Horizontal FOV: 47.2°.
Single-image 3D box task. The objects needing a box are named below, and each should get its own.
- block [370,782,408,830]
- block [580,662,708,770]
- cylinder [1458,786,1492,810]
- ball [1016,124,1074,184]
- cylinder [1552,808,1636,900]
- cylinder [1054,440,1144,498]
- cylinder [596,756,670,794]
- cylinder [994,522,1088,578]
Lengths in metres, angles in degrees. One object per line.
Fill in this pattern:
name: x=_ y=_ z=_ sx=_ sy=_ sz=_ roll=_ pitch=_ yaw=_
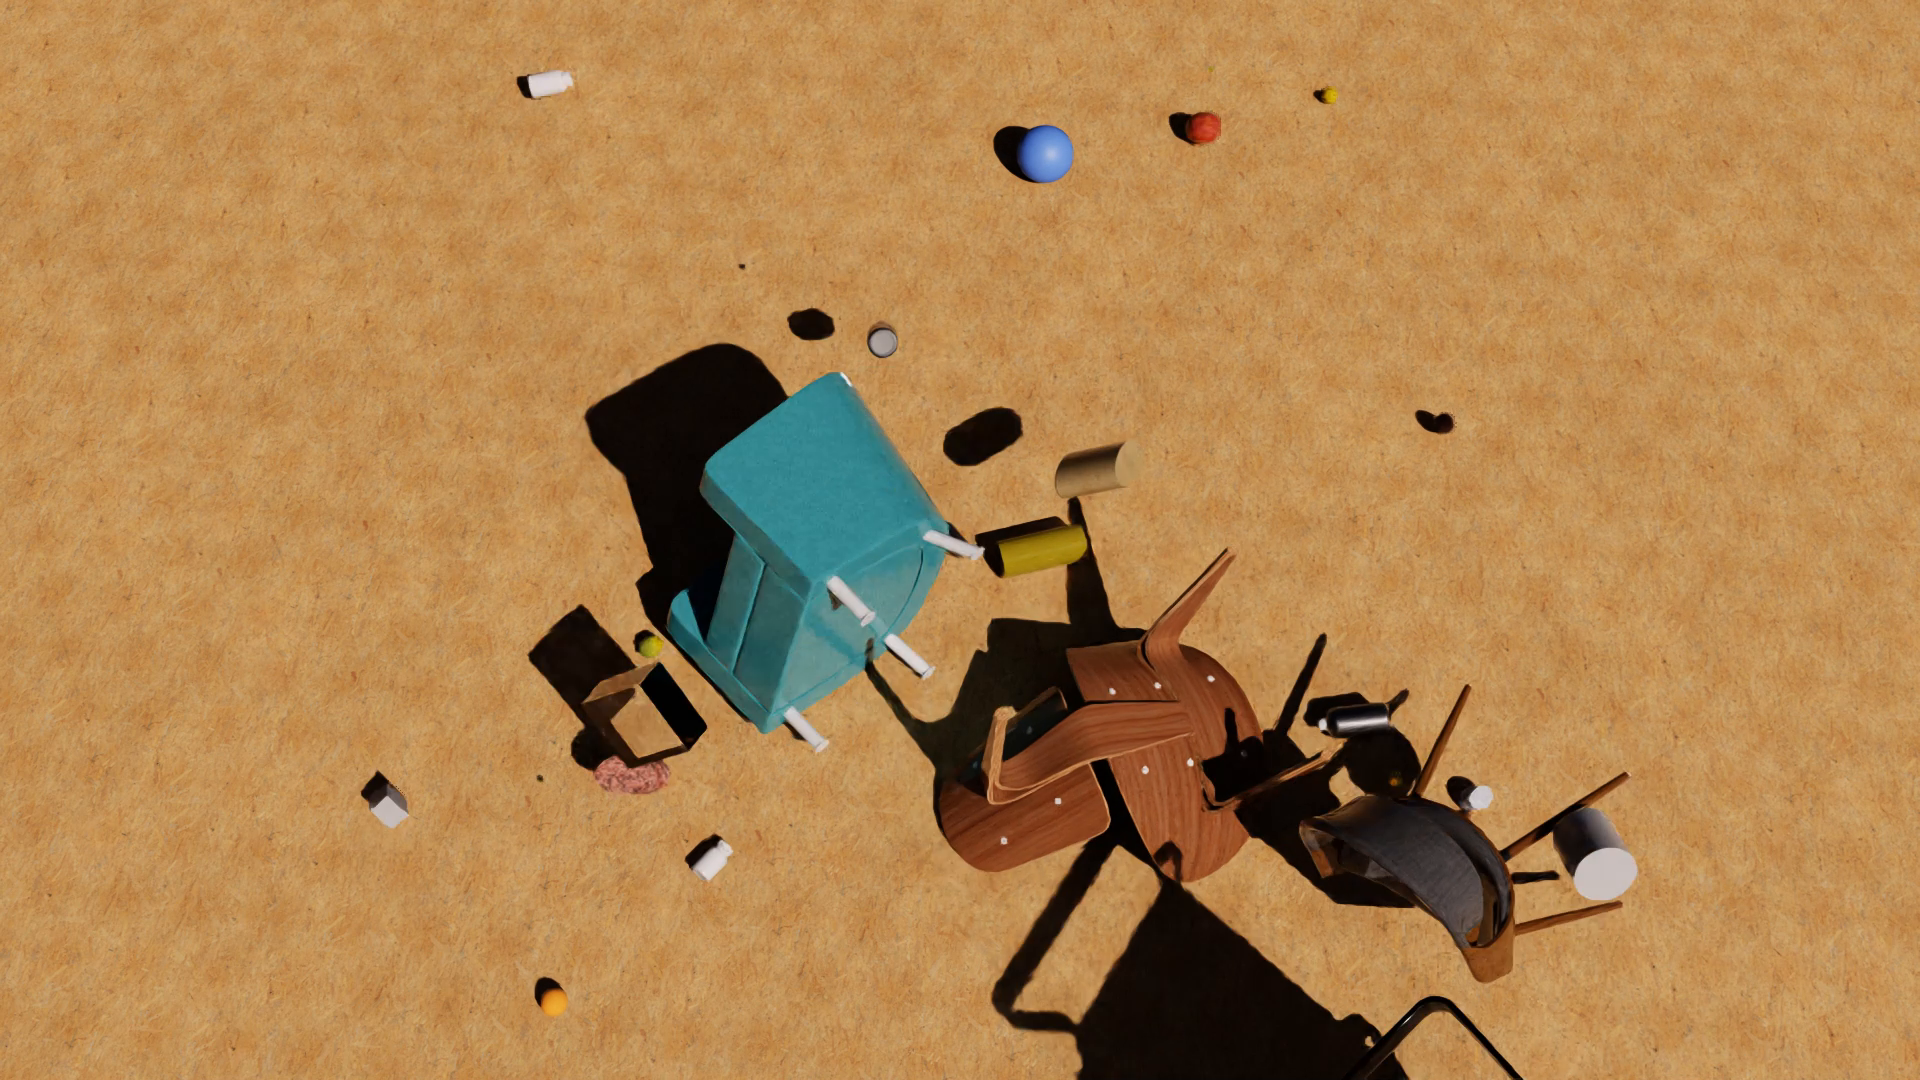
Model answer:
block: x=-1.559 y=0.726 z=6.003 sx=0.062 sy=0.082 sz=0.085 roll=-40 pitch=25 yaw=1
block: x=-0.831 y=0.462 z=5.786 sx=0.236 sy=0.224 sz=0.105 roll=-19 pitch=23 yaw=38
cylinder: x=1.419 y=0.709 z=6.052 sx=0.080 sy=0.051 sz=0.061 roll=-26 pitch=92 yaw=-24
ball: x=0.284 y=-1.285 z=7.321 sx=0.192 sy=0.192 sz=0.192 roll=0 pitch=56 yaw=0
cylinder: x=1.542 y=0.764 z=5.348 sx=0.150 sy=0.155 sz=0.175 roll=37 pitch=18 yaw=-18
cylinder: x=0.386 y=-0.196 z=6.087 sx=0.193 sy=0.107 sz=0.194 roll=-11 pitch=24 yaw=33
cylinder: x=-0.887 y=0.637 z=5.965 sx=0.167 sy=0.117 sz=0.104 roll=-3 pitch=82 yaw=19
cylinder: x=0.240 y=0.032 z=6.483 sx=0.256 sy=0.116 sz=0.113 roll=-13 pitch=65 yaw=-8
